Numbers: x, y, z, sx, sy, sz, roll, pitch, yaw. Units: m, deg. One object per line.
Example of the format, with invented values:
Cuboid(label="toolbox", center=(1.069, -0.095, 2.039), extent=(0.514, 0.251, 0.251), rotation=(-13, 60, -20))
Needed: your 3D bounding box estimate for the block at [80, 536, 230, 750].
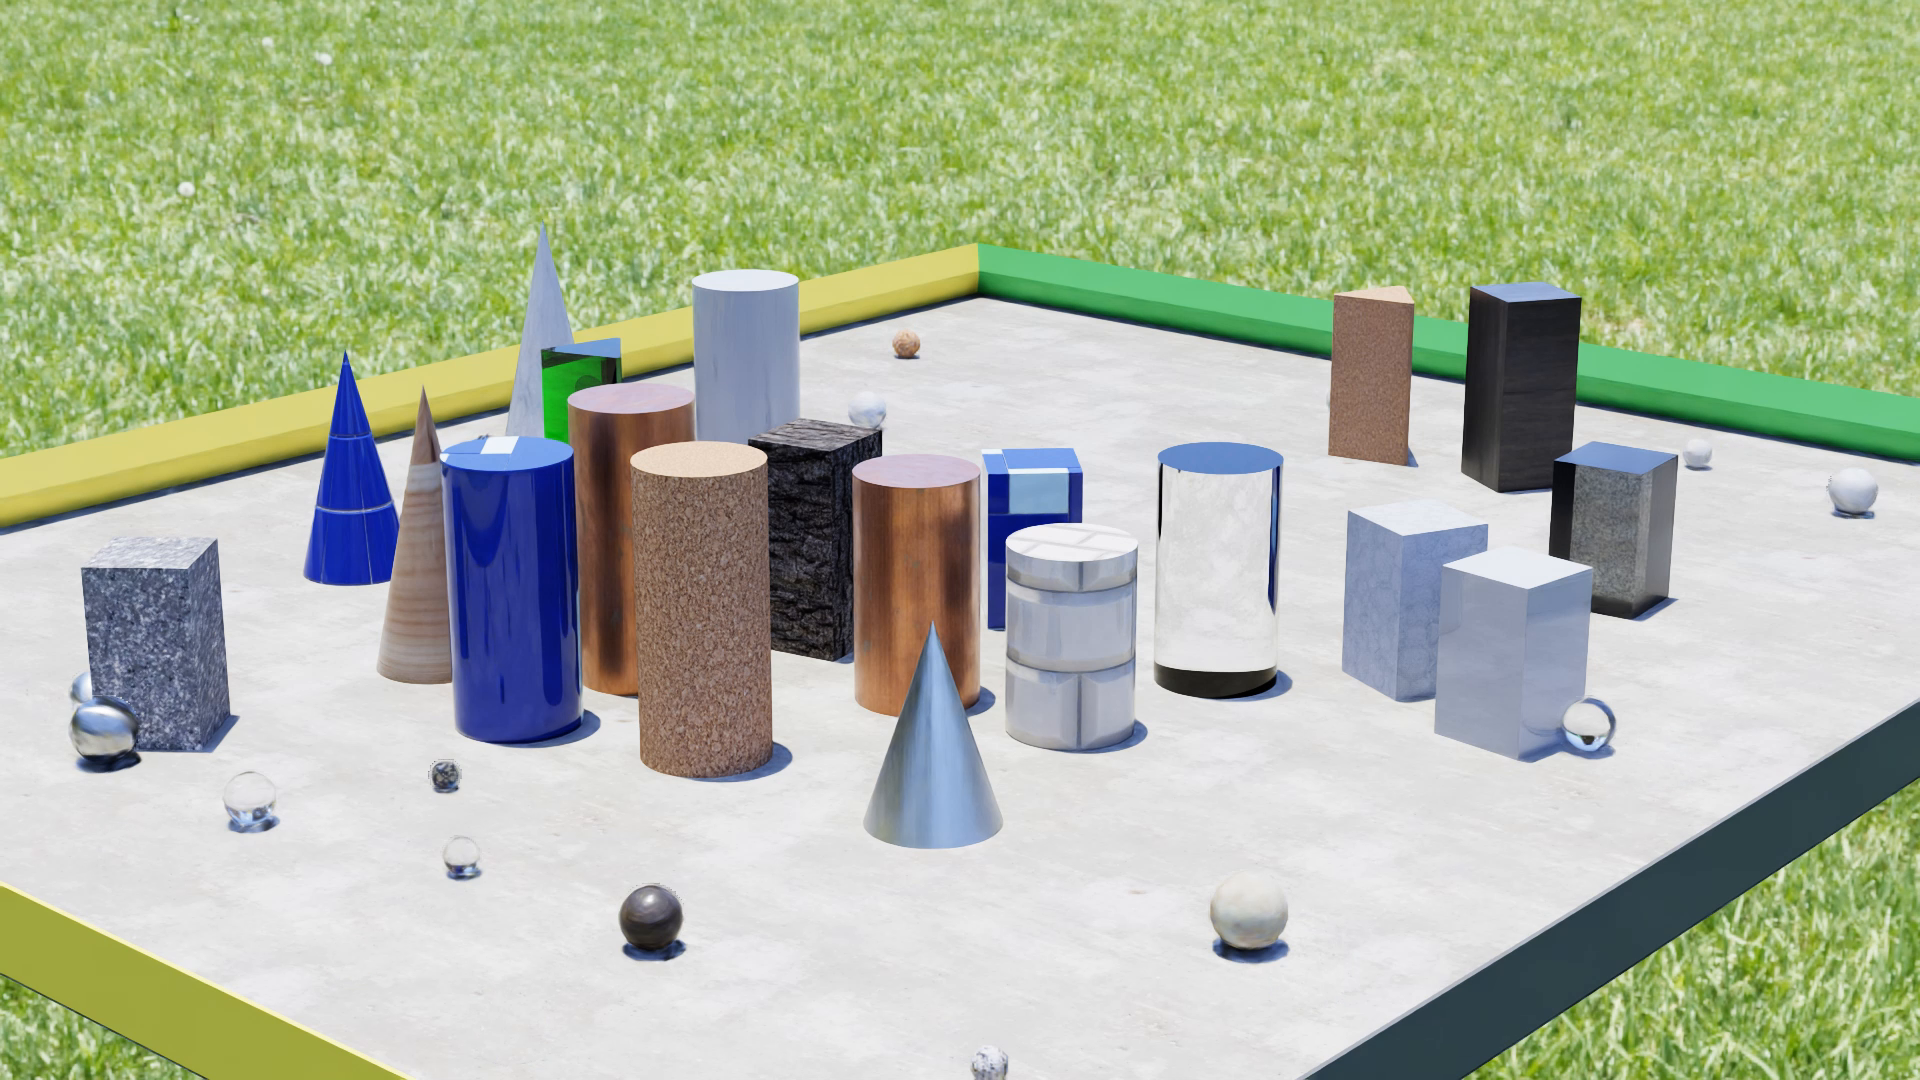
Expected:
Cuboid(label="block", center=(-1.216, 0.155, 4.443), extent=(0.159, 0.286, 0.159), rotation=(1, 17, 2))

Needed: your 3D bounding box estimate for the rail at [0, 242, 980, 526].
Cuboid(label="rail", center=(-1.219, -0.273, 6.133), extent=(0.045, 0.129, 3.908), rotation=(14, 22, 39))

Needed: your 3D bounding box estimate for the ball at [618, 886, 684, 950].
Cuboid(label="ball", center=(-0.392, 0.480, 3.719), extent=(0.082, 0.082, 0.082), rotation=(0, 17, 0))

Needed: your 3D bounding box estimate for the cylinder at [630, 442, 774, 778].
Cuboid(label="cylinder", center=(-0.379, 0.101, 4.325), extent=(0.199, 0.458, 0.199), rotation=(0, 17, 0))

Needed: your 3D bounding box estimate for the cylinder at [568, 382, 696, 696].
Cuboid(label="cylinder", center=(-0.516, -0.002, 4.664), extent=(0.199, 0.460, 0.199), rotation=(0, 17, 0))

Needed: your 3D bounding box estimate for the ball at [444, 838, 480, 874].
Cuboid(label="ball", center=(-0.672, 0.426, 3.953), extent=(0.050, 0.050, 0.050), rotation=(0, 17, 0))

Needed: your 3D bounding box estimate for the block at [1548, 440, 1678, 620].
Cuboid(label="block", center=(1.127, -0.018, 5.068), extent=(0.159, 0.258, 0.159), rotation=(12, 20, 34))

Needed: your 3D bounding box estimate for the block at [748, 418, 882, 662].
Cuboid(label="block", center=(-0.236, -0.002, 4.845), extent=(0.159, 0.356, 0.159), rotation=(9, 19, 29))

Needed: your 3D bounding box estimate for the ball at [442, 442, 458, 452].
Cuboid(label="ball", center=(-0.995, -0.147, 5.790), extent=(0.089, 0.089, 0.089), rotation=(0, 17, 0))

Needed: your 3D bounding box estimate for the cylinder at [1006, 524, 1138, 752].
Cuboid(label="cylinder", center=(0.168, 0.146, 4.454), extent=(0.199, 0.298, 0.199), rotation=(0, 17, 0))

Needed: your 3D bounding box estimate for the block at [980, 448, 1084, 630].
Cuboid(label="block", center=(0.121, -0.003, 4.993), extent=(0.159, 0.273, 0.159), rotation=(-1, 17, -4))

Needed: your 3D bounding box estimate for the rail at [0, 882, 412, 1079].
Cuboid(label="rail", center=(-1.266, 0.453, 3.724), extent=(3.276, 0.129, 0.045), rotation=(14, 22, 39))

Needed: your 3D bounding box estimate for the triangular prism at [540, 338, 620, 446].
Cuboid(label="triangular prism", center=(-0.698, -0.233, 5.711), extent=(0.172, 0.298, 0.149), rotation=(7, 18, 22))

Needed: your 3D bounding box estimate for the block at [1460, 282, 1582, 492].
Cuboid(label="block", center=(1.108, -0.304, 5.801), extent=(0.159, 0.382, 0.159), rotation=(-5, 18, -17))

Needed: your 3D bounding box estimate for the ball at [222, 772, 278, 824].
Cuboid(label="ball", center=(-0.998, 0.363, 4.121), extent=(0.074, 0.074, 0.074), rotation=(0, 17, 0))

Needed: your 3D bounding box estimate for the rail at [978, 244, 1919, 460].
Cuboid(label="rail", center=(1.266, -0.388, 6.515), extent=(3.276, 0.129, 0.045), rotation=(14, 22, 39))

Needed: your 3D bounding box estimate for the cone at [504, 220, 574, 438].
Cuboid(label="cone", center=(-0.856, -0.434, 6.078), extent=(0.199, 0.472, 0.199), rotation=(0, 17, 0))

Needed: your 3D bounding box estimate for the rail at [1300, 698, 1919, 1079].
Cuboid(label="rail", center=(1.219, 0.338, 4.106), extent=(0.045, 0.129, 3.908), rotation=(14, 22, 39))

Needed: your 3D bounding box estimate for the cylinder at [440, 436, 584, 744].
Cuboid(label="cylinder", center=(-0.680, 0.075, 4.462), extent=(0.199, 0.429, 0.199), rotation=(0, 17, 0))

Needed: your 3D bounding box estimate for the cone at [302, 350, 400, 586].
Cuboid(label="cone", center=(-1.082, -0.142, 5.219), extent=(0.199, 0.407, 0.199), rotation=(0, 17, 0))

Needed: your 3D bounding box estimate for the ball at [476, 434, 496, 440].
Cuboid(label="ball", center=(-0.959, -0.181, 5.942), extent=(0.066, 0.066, 0.066), rotation=(0, 17, 0))

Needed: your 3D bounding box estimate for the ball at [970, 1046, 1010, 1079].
Cuboid(label="ball", center=(0.034, 0.604, 3.372), extent=(0.045, 0.045, 0.045), rotation=(0, 17, 0))

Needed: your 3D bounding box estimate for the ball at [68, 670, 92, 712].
Cuboid(label="ball", center=(-1.333, 0.240, 4.514), extent=(0.078, 0.078, 0.078), rotation=(0, 17, 0))

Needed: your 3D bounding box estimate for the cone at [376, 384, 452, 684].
Cuboid(label="cone", center=(-0.851, -0.023, 4.714), extent=(0.199, 0.471, 0.199), rotation=(0, 17, 0))

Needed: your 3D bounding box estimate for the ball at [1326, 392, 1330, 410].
Cuboid(label="ball", center=(0.826, -0.300, 6.323), extent=(0.074, 0.074, 0.074), rotation=(0, 17, 0))

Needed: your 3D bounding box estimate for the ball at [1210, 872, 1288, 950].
Cuboid(label="ball", center=(0.367, 0.471, 3.719), extent=(0.099, 0.099, 0.099), rotation=(0, 17, 0))

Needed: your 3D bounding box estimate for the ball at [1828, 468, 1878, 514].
Cuboid(label="ball", center=(1.710, -0.094, 5.612), extent=(0.090, 0.090, 0.090), rotation=(0, 17, 0))

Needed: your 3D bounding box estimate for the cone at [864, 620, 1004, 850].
Cuboid(label="cone", center=(-0.038, 0.254, 4.091), extent=(0.199, 0.300, 0.199), rotation=(0, 17, 0))

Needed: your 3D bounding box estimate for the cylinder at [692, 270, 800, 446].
Cuboid(label="cylinder", center=(-0.399, -0.261, 5.516), extent=(0.199, 0.464, 0.199), rotation=(0, 17, 0))

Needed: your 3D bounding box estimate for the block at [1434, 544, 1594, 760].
Cuboid(label="block", center=(0.835, 0.168, 4.432), extent=(0.159, 0.268, 0.159), rotation=(-15, 22, -40))

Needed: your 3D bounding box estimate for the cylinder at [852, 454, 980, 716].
Cuboid(label="cylinder", center=(-0.067, 0.070, 4.582), extent=(0.199, 0.370, 0.199), rotation=(0, 17, 0))

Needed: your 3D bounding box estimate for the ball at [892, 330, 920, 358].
Cuboid(label="ball", center=(-0.126, -0.460, 6.870), extent=(0.065, 0.065, 0.065), rotation=(0, 17, 0))

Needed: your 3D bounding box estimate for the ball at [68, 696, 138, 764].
Cuboid(label="ball", center=(-1.271, 0.282, 4.349), extent=(0.098, 0.098, 0.098), rotation=(0, 17, 0))

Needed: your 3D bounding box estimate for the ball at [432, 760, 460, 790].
Cuboid(label="ball", center=(-0.746, 0.341, 4.252), extent=(0.041, 0.041, 0.041), rotation=(0, 17, 0))

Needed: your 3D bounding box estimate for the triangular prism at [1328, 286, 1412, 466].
Cuboid(label="triangular prism", center=(0.869, -0.343, 6.009), extent=(0.172, 0.337, 0.149), rotation=(10, 19, 29))

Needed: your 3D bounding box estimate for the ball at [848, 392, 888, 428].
Cuboid(label="ball", center=(-0.196, -0.275, 6.222), extent=(0.083, 0.083, 0.083), rotation=(0, 17, 0))

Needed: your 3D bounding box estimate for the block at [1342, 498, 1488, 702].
Cuboid(label="block", center=(0.723, 0.093, 4.673), extent=(0.159, 0.272, 0.159), rotation=(-8, 18, -24))

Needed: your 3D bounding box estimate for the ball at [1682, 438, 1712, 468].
Cuboid(label="ball", center=(1.493, -0.175, 5.935), extent=(0.059, 0.059, 0.059), rotation=(0, 17, 0))

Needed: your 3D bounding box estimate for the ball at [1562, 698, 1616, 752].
Cuboid(label="ball", center=(0.944, 0.277, 4.398), extent=(0.079, 0.079, 0.079), rotation=(0, 17, 0))

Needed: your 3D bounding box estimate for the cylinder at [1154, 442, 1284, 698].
Cuboid(label="cylinder", center=(0.410, 0.046, 4.664), extent=(0.199, 0.367, 0.199), rotation=(0, 17, 0))
